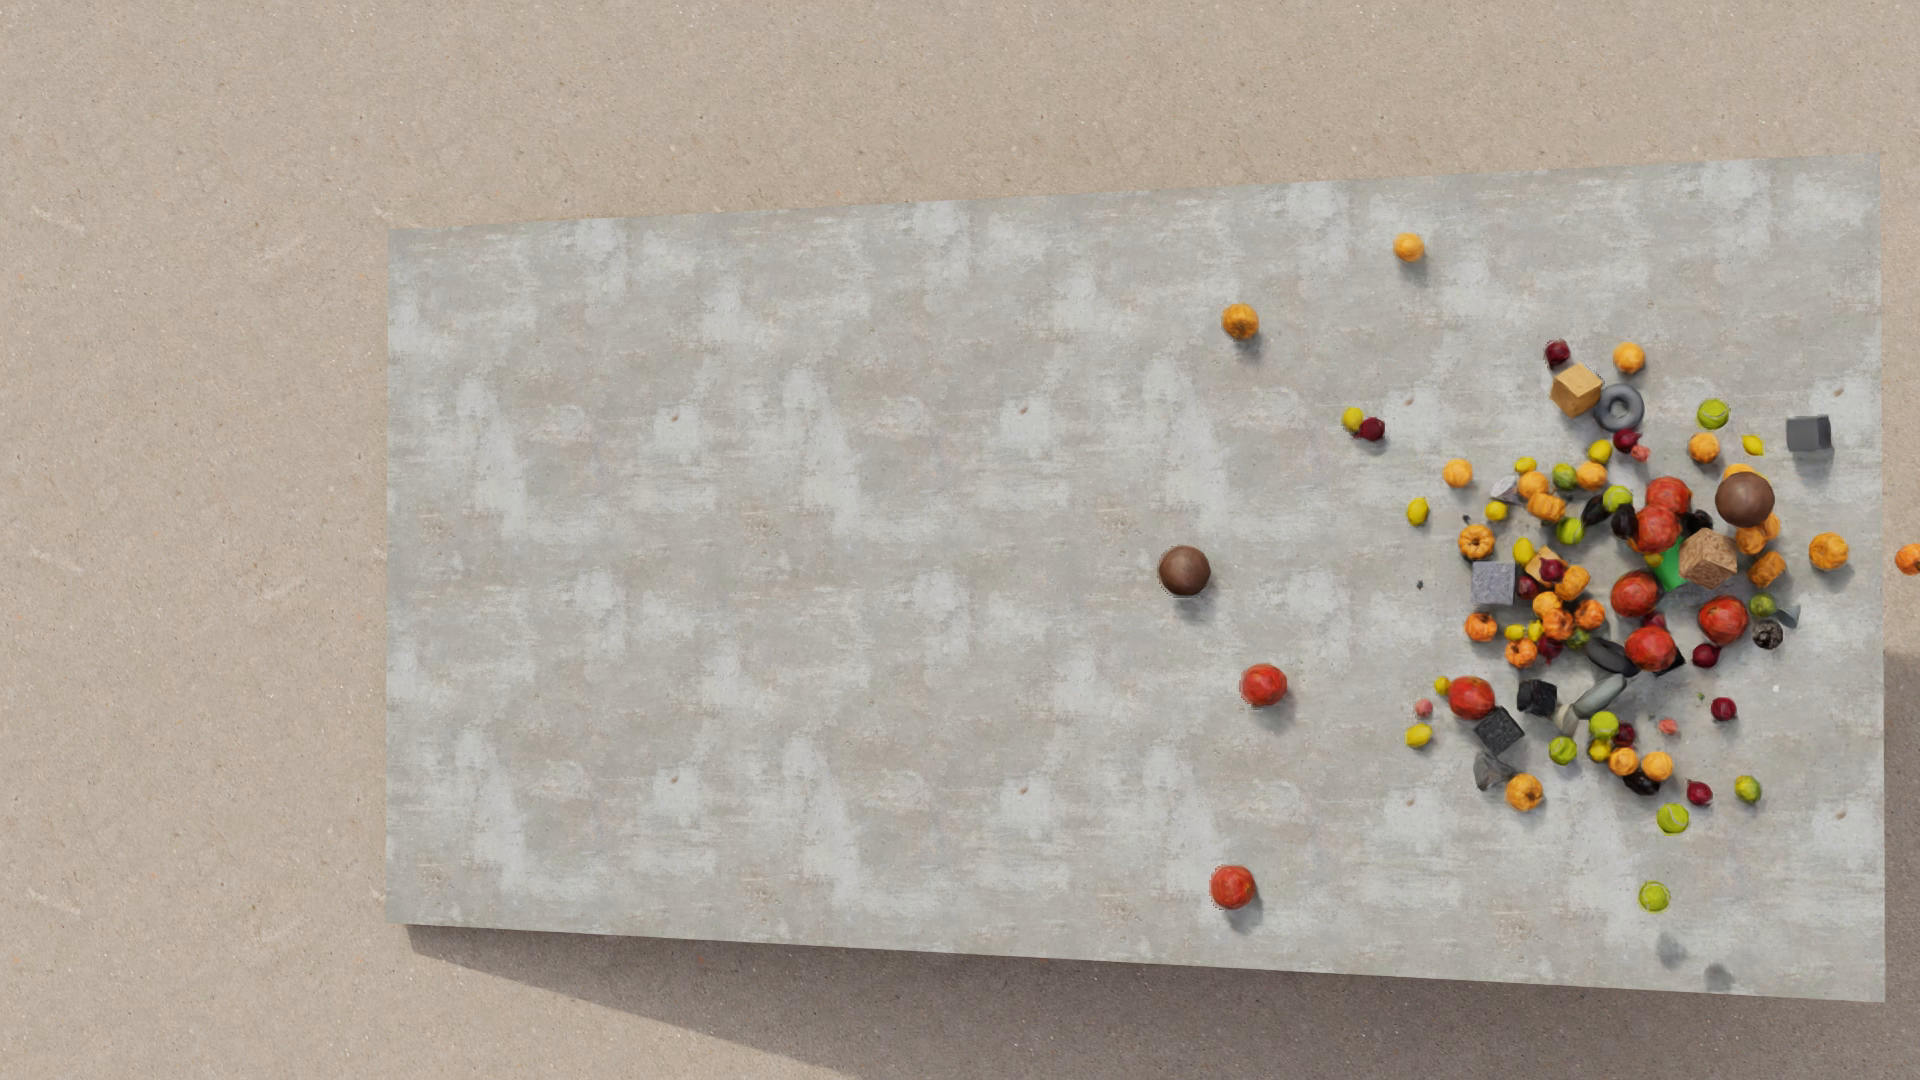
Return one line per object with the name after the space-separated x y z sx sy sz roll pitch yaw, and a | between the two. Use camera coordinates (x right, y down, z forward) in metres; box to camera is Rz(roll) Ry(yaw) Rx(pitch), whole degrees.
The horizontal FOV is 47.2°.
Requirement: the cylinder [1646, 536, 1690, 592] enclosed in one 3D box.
1.709 0.058 5.264 0.098 0.098 0.098 -33 89 0 | cylinder

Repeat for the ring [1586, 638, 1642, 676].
1.569 0.282 5.283 0.141 0.141 0.047 22 107 0 | ring

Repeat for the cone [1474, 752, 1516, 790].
1.327 0.566 5.402 0.096 0.096 0.096 -1 89 -10 | cone

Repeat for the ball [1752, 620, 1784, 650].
1.919 0.225 5.225 0.070 0.070 0.070 0 89 0 | ball

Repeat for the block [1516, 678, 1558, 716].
1.402 0.384 5.346 0.066 0.066 0.066 16 70 -13 | block

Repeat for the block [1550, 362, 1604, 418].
1.487 -0.361 5.309 0.080 0.080 0.080 -28 56 -17 | block

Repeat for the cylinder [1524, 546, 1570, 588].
1.430 0.065 5.360 0.077 0.077 0.077 38 100 1 | cylinder

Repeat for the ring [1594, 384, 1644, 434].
1.598 -0.319 5.333 0.120 0.040 0.120 0 89 17 | ring

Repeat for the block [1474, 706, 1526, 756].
1.320 0.468 5.384 0.085 0.085 0.085 -41 78 13 | block

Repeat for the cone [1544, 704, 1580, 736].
1.455 0.429 5.368 0.083 0.083 0.083 15 89 43 | cone

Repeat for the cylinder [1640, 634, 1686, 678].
1.687 0.279 5.277 0.078 0.078 0.078 -30 89 14 | cylinder

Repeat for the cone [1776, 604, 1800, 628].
1.978 0.169 5.217 0.059 0.059 0.059 -41 89 -15 | cone

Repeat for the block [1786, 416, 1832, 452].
1.996 -0.250 5.171 0.073 0.073 0.073 -1 97 44 | block

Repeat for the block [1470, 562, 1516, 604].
1.307 0.105 5.385 0.100 0.100 0.100 3 90 17 | block

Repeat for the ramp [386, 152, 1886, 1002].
0.273 0.094 5.807 4.000 0.100 2.000 0 89 17 | ramp

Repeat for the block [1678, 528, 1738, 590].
1.760 0.044 5.175 0.092 0.092 0.092 21 56 -12 | block

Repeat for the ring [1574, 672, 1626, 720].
1.526 0.372 5.244 0.147 0.147 0.049 -41 81 -1 | ring
